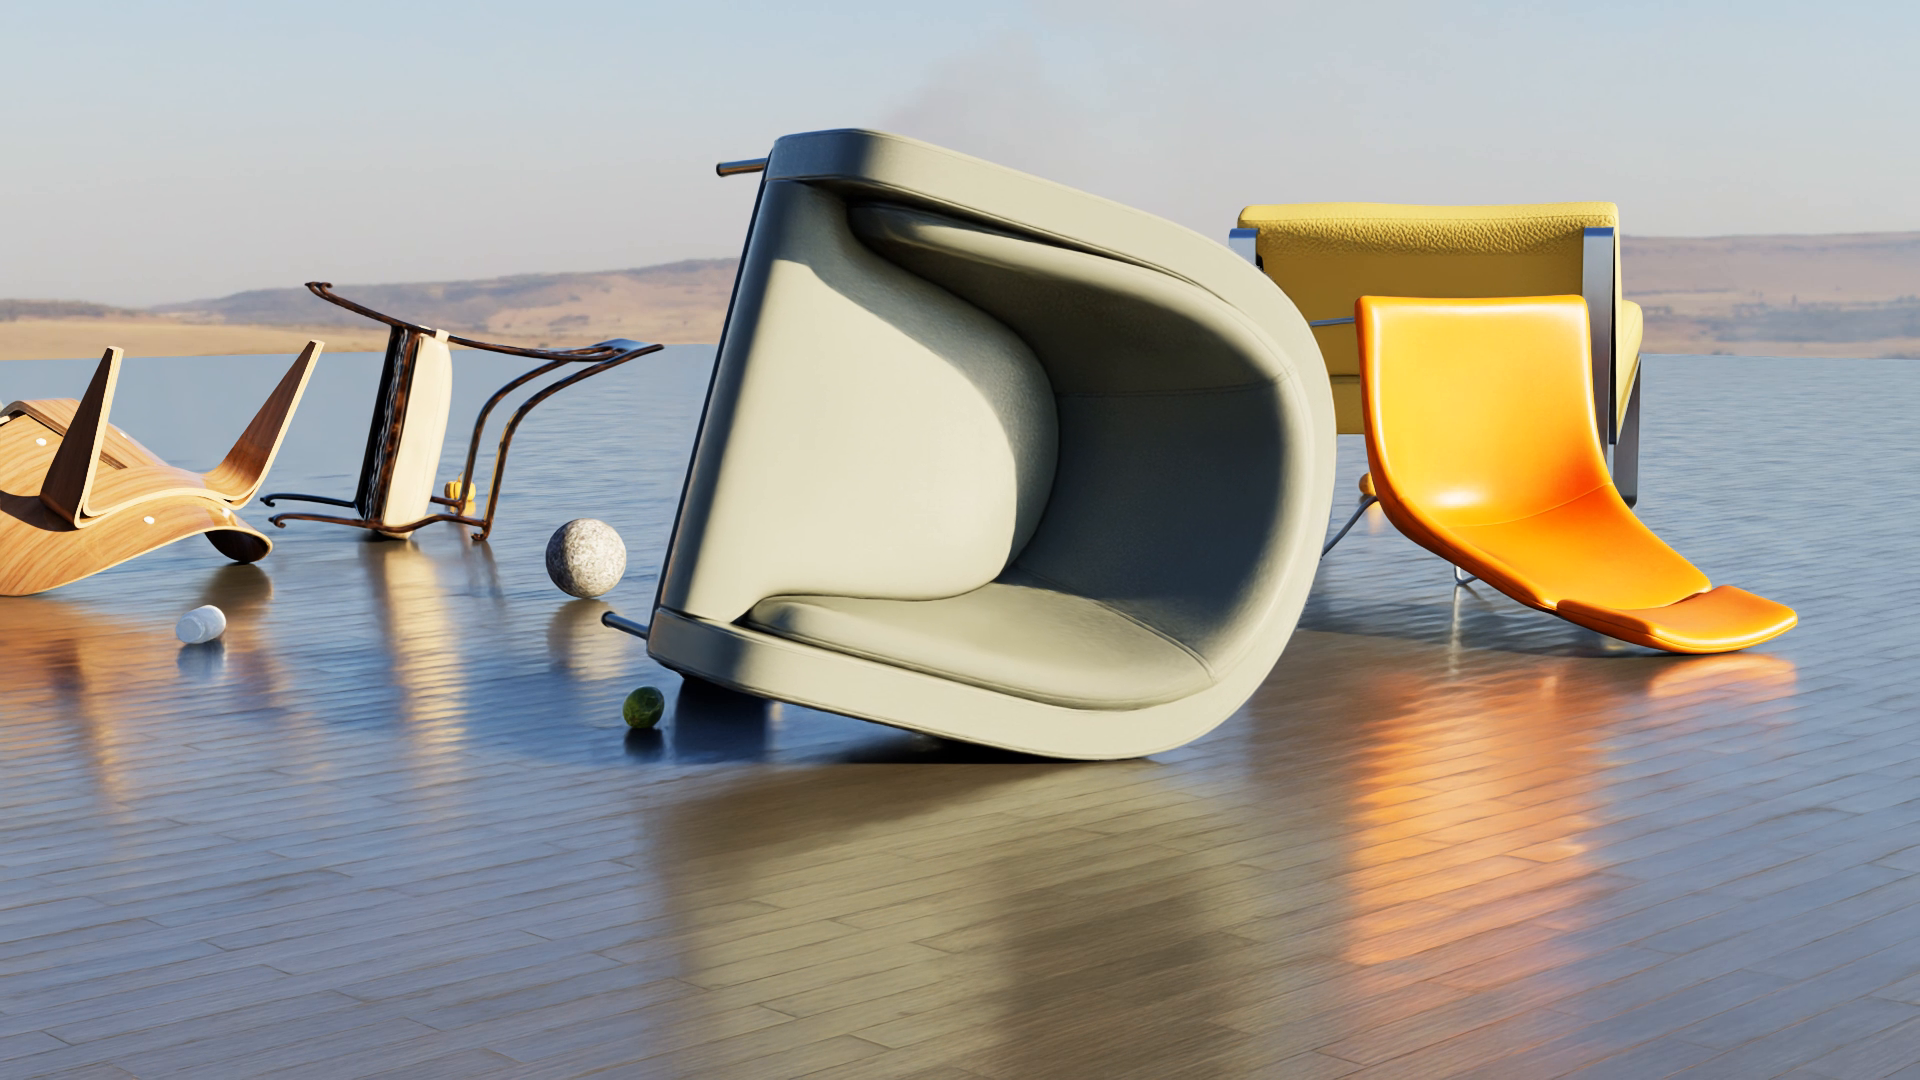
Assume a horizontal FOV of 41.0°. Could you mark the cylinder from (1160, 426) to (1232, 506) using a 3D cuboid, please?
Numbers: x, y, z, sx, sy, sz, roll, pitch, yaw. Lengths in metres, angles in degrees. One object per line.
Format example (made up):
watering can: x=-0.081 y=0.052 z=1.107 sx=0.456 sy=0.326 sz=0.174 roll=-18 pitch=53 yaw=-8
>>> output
cylinder: x=0.679 y=-0.214 z=7.377 sx=0.133 sy=0.230 sz=0.221 roll=3 pitch=27 yaw=27

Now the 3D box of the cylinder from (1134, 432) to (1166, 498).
cylinder: x=0.614 y=-0.218 z=7.565 sx=0.105 sy=0.184 sz=0.235 roll=4 pitch=-20 yaw=33

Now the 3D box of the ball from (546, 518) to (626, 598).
ball: x=-0.765 y=0.037 z=5.246 sx=0.165 sy=0.165 sz=0.165 roll=0 pitch=6 yaw=0

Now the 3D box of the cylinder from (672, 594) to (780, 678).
cylinder: x=-0.381 y=0.157 z=4.190 sx=0.148 sy=0.128 sz=0.180 roll=0 pitch=-24 yaw=5
